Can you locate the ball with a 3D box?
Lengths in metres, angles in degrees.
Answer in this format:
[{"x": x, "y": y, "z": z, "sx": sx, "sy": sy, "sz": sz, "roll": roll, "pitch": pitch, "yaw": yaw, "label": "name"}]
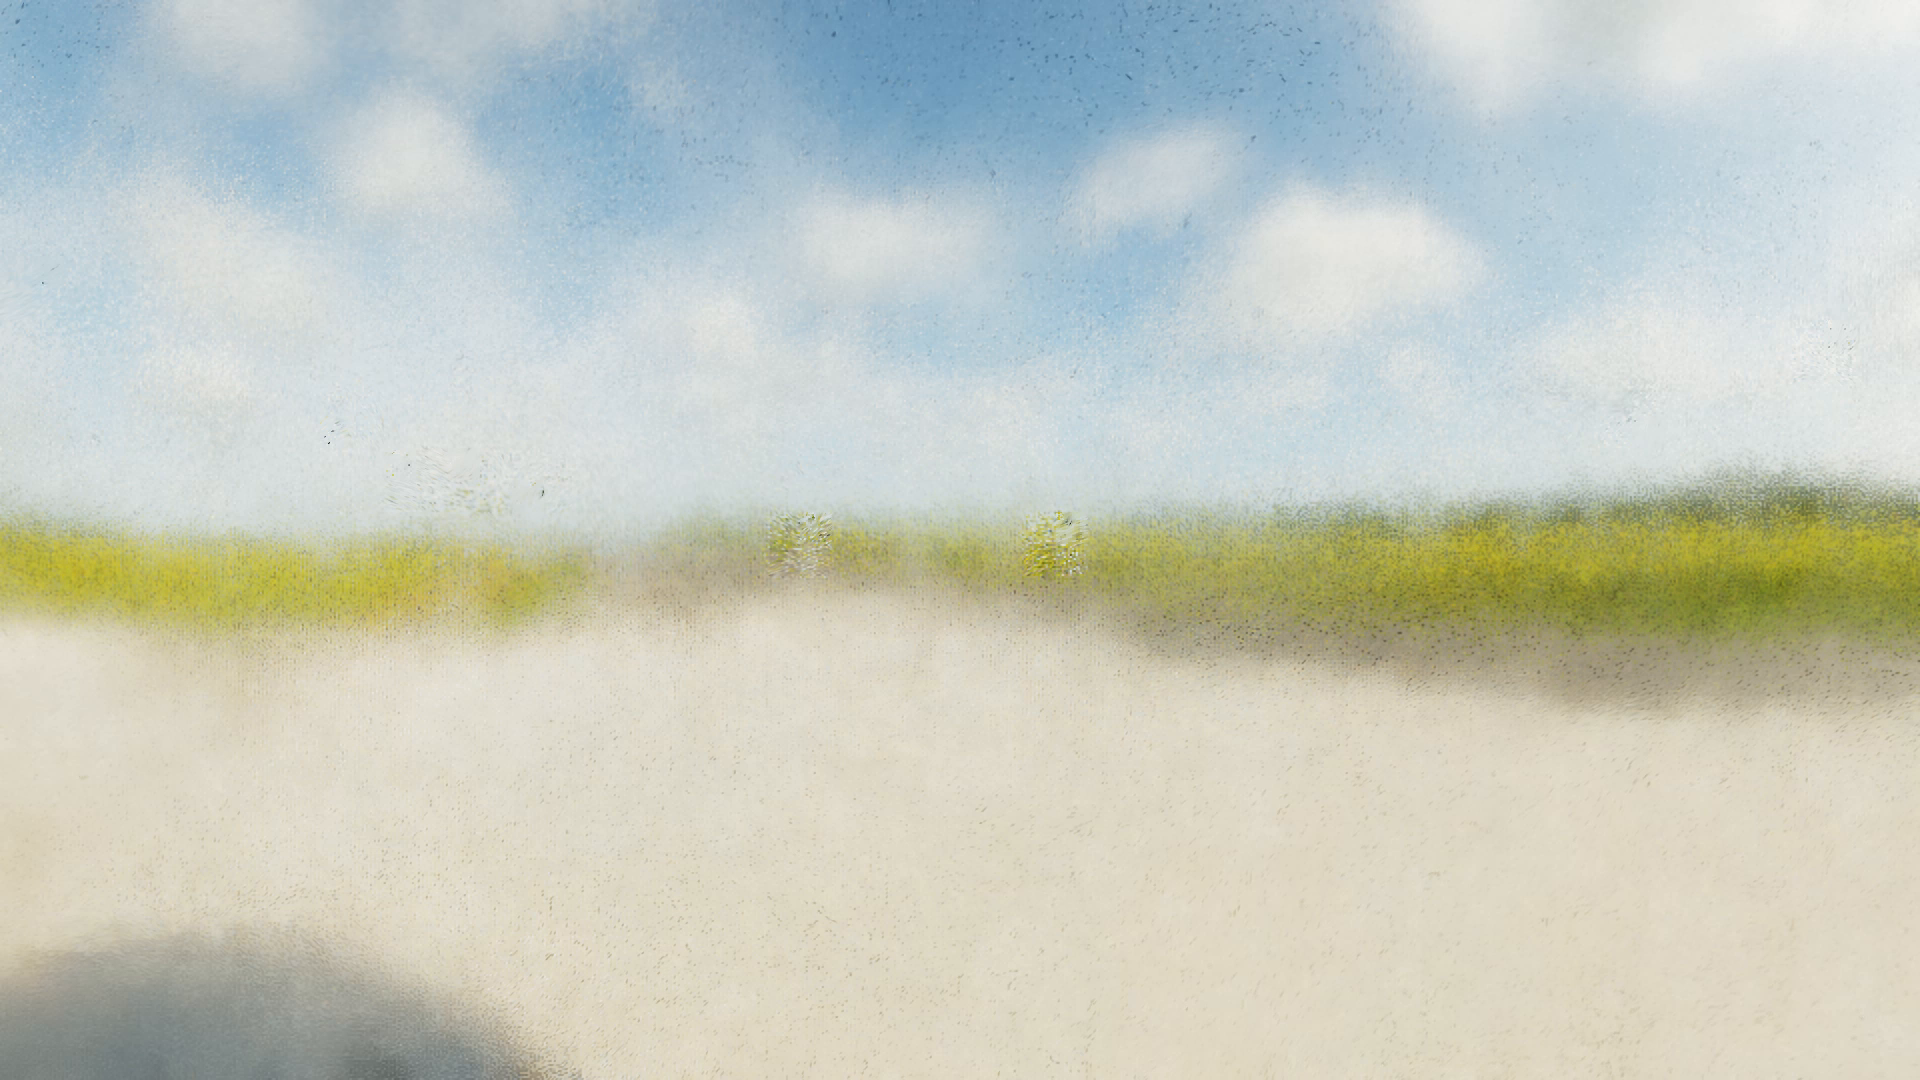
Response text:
[{"x": 0.000, "y": -0.002, "z": 0.056, "sx": 0.080, "sy": 0.080, "sz": 0.080, "roll": 0, "pitch": 4, "yaw": 0, "label": "ball"}]
